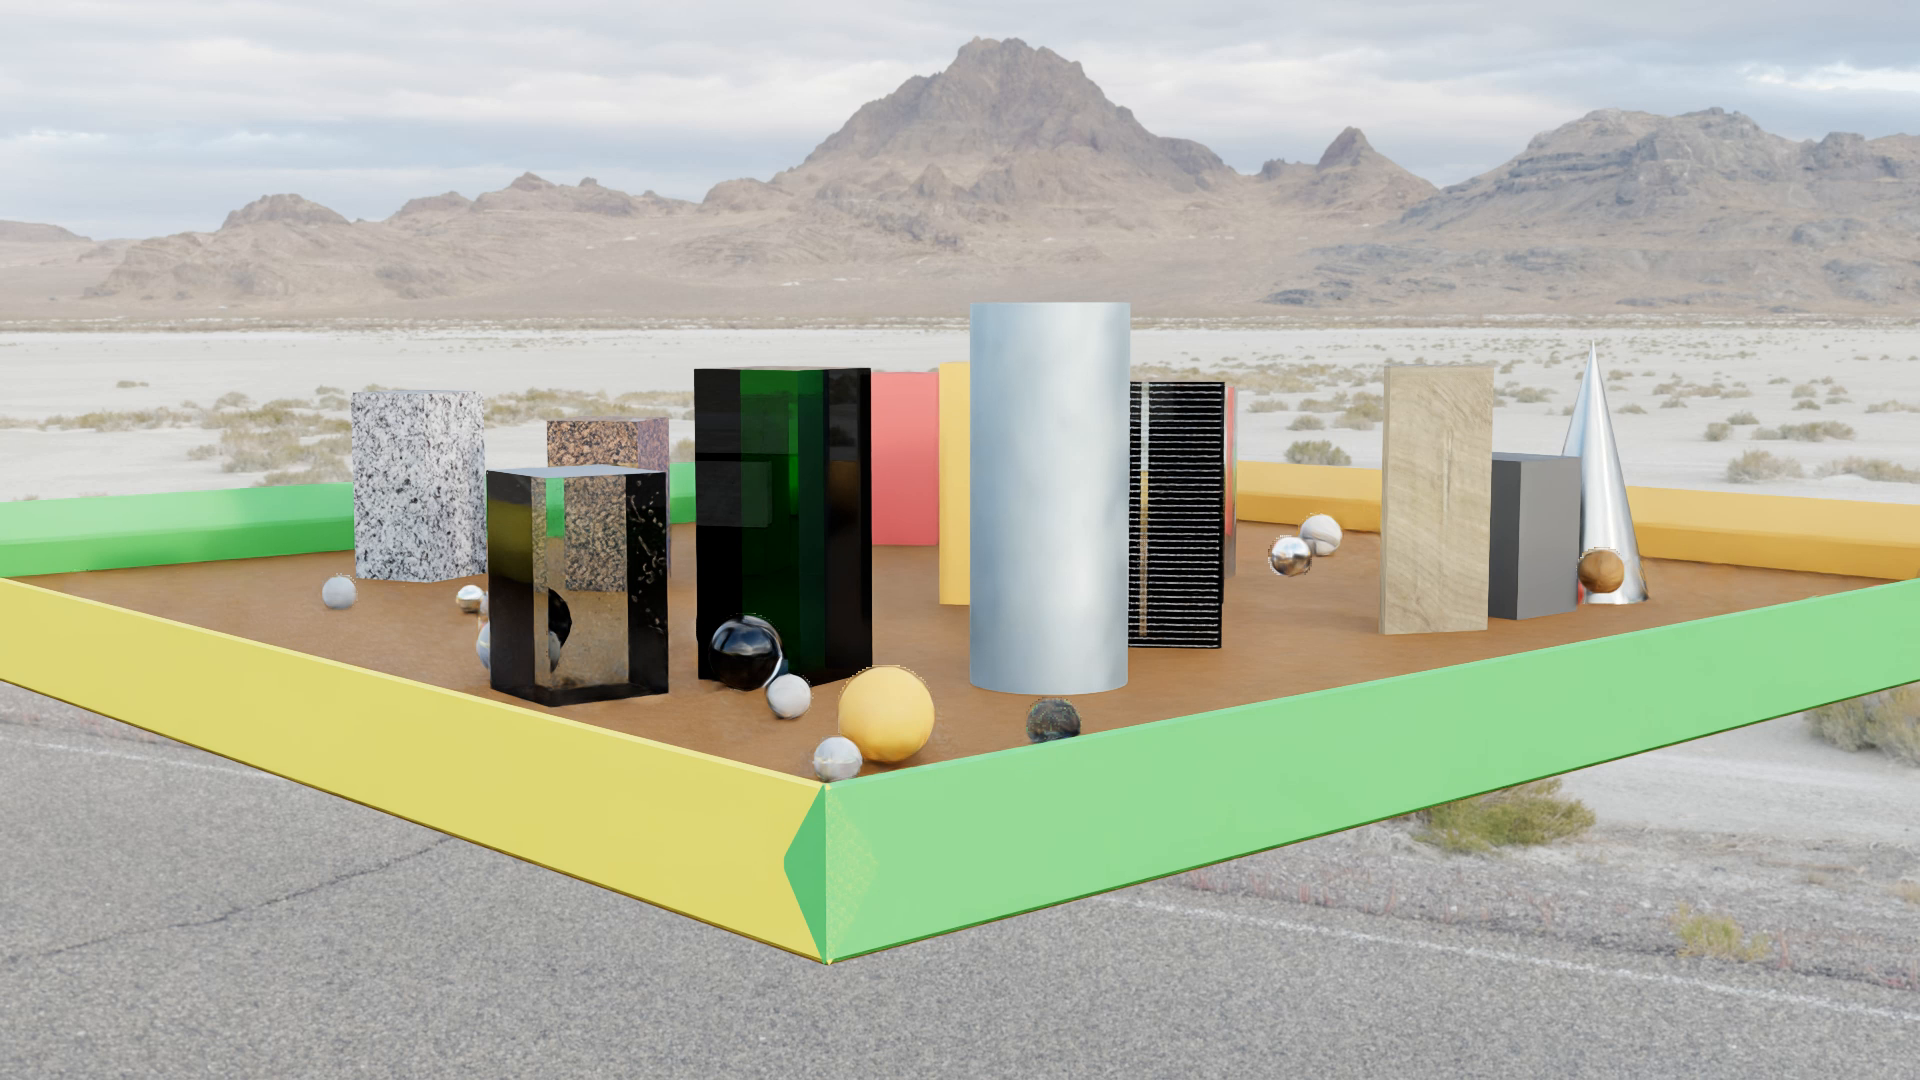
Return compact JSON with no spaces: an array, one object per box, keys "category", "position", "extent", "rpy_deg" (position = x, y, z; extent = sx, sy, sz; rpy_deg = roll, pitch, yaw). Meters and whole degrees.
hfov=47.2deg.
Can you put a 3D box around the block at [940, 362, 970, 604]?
[{"category":"block","position":[0.055,-0.090,3.360],"extent":[0.151,0.362,0.151],"rpy_deg":[1,6,8]}]

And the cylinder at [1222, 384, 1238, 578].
[{"category":"cylinder","position":[0.368,-0.100,3.676],"extent":[0.189,0.315,0.189],"rpy_deg":[0,6,0]}]

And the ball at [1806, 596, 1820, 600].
[{"category":"ball","position":[1.205,0.099,3.099],"extent":[0.040,0.040,0.040],"rpy_deg":[0,6,0]}]

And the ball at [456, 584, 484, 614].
[{"category":"ball","position":[-0.715,0.086,3.215],"extent":[0.041,0.041,0.041],"rpy_deg":[0,6,0]}]

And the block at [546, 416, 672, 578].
[{"category":"block","position":[-0.567,-0.064,3.565],"extent":[0.151,0.266,0.151],"rpy_deg":[1,6,11]}]

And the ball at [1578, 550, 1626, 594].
[{"category":"ball","position":[0.942,0.047,3.227],"extent":[0.066,0.066,0.066],"rpy_deg":[0,6,0]}]

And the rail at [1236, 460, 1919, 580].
[{"category":"rail","position":[0.956,-0.061,4.210],"extent":[0.045,0.123,2.605],"rpy_deg":[-6,8,-42]}]

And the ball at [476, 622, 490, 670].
[{"category":"ball","position":[-0.547,0.128,2.663],"extent":[0.074,0.074,0.074],"rpy_deg":[0,6,0]}]

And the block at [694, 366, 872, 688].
[{"category":"block","position":[-0.212,-0.021,2.654],"extent":[0.151,0.373,0.151],"rpy_deg":[4,7,32]}]

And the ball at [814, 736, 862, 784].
[{"category":"ball","position":[-0.114,0.207,2.057],"extent":[0.046,0.046,0.046],"rpy_deg":[0,6,0]}]

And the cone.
[{"category":"cone","position":[0.969,-0.110,3.387],"extent":[0.189,0.396,0.189],"rpy_deg":[0,6,0]}]

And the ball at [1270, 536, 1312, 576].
[{"category":"ball","position":[0.549,0.028,3.651],"extent":[0.067,0.067,0.067],"rpy_deg":[0,6,0]}]

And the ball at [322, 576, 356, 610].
[{"category":"ball","position":[-0.918,0.078,3.251],"extent":[0.050,0.050,0.050],"rpy_deg":[0,6,0]}]

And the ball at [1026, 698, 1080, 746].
[{"category":"ball","position":[0.094,0.186,2.204],"extent":[0.055,0.055,0.055],"rpy_deg":[0,6,0]}]

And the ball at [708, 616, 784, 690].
[{"category":"ball","position":[-0.248,0.131,2.551],"extent":[0.087,0.087,0.087],"rpy_deg":[0,6,0]}]

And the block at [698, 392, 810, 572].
[{"category":"block","position":[-0.353,-0.102,3.794],"extent":[0.151,0.295,0.151],"rpy_deg":[1,6,12]}]

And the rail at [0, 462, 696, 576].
[{"category":"rail","position":[-0.867,-0.067,4.267],"extent":[2.650,0.123,0.045],"rpy_deg":[-6,8,-42]}]

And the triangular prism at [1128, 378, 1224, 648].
[{"category":"triangular prism","position":[0.269,-0.040,2.944],"extent":[0.164,0.349,0.142],"rpy_deg":[1,6,7]}]

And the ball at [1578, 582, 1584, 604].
[{"category":"ball","position":[0.906,0.078,3.277],"extent":[0.045,0.045,0.045],"rpy_deg":[0,6,0]}]

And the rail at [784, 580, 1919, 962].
[{"category":"rail","position":[0.867,0.131,2.398],"extent":[2.650,0.123,0.045],"rpy_deg":[-6,8,-42]}]

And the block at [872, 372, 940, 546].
[{"category":"block","position":[-0.113,-0.158,4.201],"extent":[0.151,0.321,0.151],"rpy_deg":[1,6,6]}]

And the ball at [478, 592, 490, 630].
[{"category":"ball","position":[-0.576,0.099,2.841],"extent":[0.094,0.094,0.094],"rpy_deg":[0,6,0]}]

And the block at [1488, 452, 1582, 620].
[{"category":"block","position":[0.803,-0.009,3.237],"extent":[0.151,0.227,0.151],"rpy_deg":[-5,8,-41]}]

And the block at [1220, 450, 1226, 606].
[{"category":"block","position":[0.295,-0.016,3.273],"extent":[0.151,0.232,0.151],"rpy_deg":[3,7,28]}]

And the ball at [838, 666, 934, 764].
[{"category":"ball","position":[-0.072,0.172,2.154],"extent":[0.095,0.095,0.095],"rpy_deg":[0,6,0]}]

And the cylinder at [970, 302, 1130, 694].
[{"category":"cylinder","position":[0.106,-0.055,2.608],"extent":[0.189,0.450,0.189],"rpy_deg":[0,6,0]}]

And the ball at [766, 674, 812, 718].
[{"category":"ball","position":[-0.186,0.170,2.390],"extent":[0.049,0.049,0.049],"rpy_deg":[0,6,0]}]

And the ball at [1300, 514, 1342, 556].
[{"category":"ball","position":[0.647,-0.008,3.947],"extent":[0.076,0.076,0.076],"rpy_deg":[0,6,0]}]

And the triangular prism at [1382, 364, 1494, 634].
[{"category":"triangular prism","position":[0.634,-0.062,3.079],"extent":[0.164,0.365,0.142],"rpy_deg":[-2,6,-17]}]

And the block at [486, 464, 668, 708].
[{"category":"block","position":[-0.444,0.048,2.549],"extent":[0.151,0.257,0.151],"rpy_deg":[-5,8,-37]}]

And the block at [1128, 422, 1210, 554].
[{"category":"block","position":[0.371,-0.099,4.066],"extent":[0.151,0.231,0.151],"rpy_deg":[2,6,16]}]

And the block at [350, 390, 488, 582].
[{"category":"block","position":[-0.898,-0.093,3.656],"extent":[0.151,0.306,0.151],"rpy_deg":[3,7,26]}]

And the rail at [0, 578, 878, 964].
[{"category":"rail","position":[-0.956,0.125,2.455],"extent":[0.045,0.123,2.605],"rpy_deg":[-6,8,-42]}]
